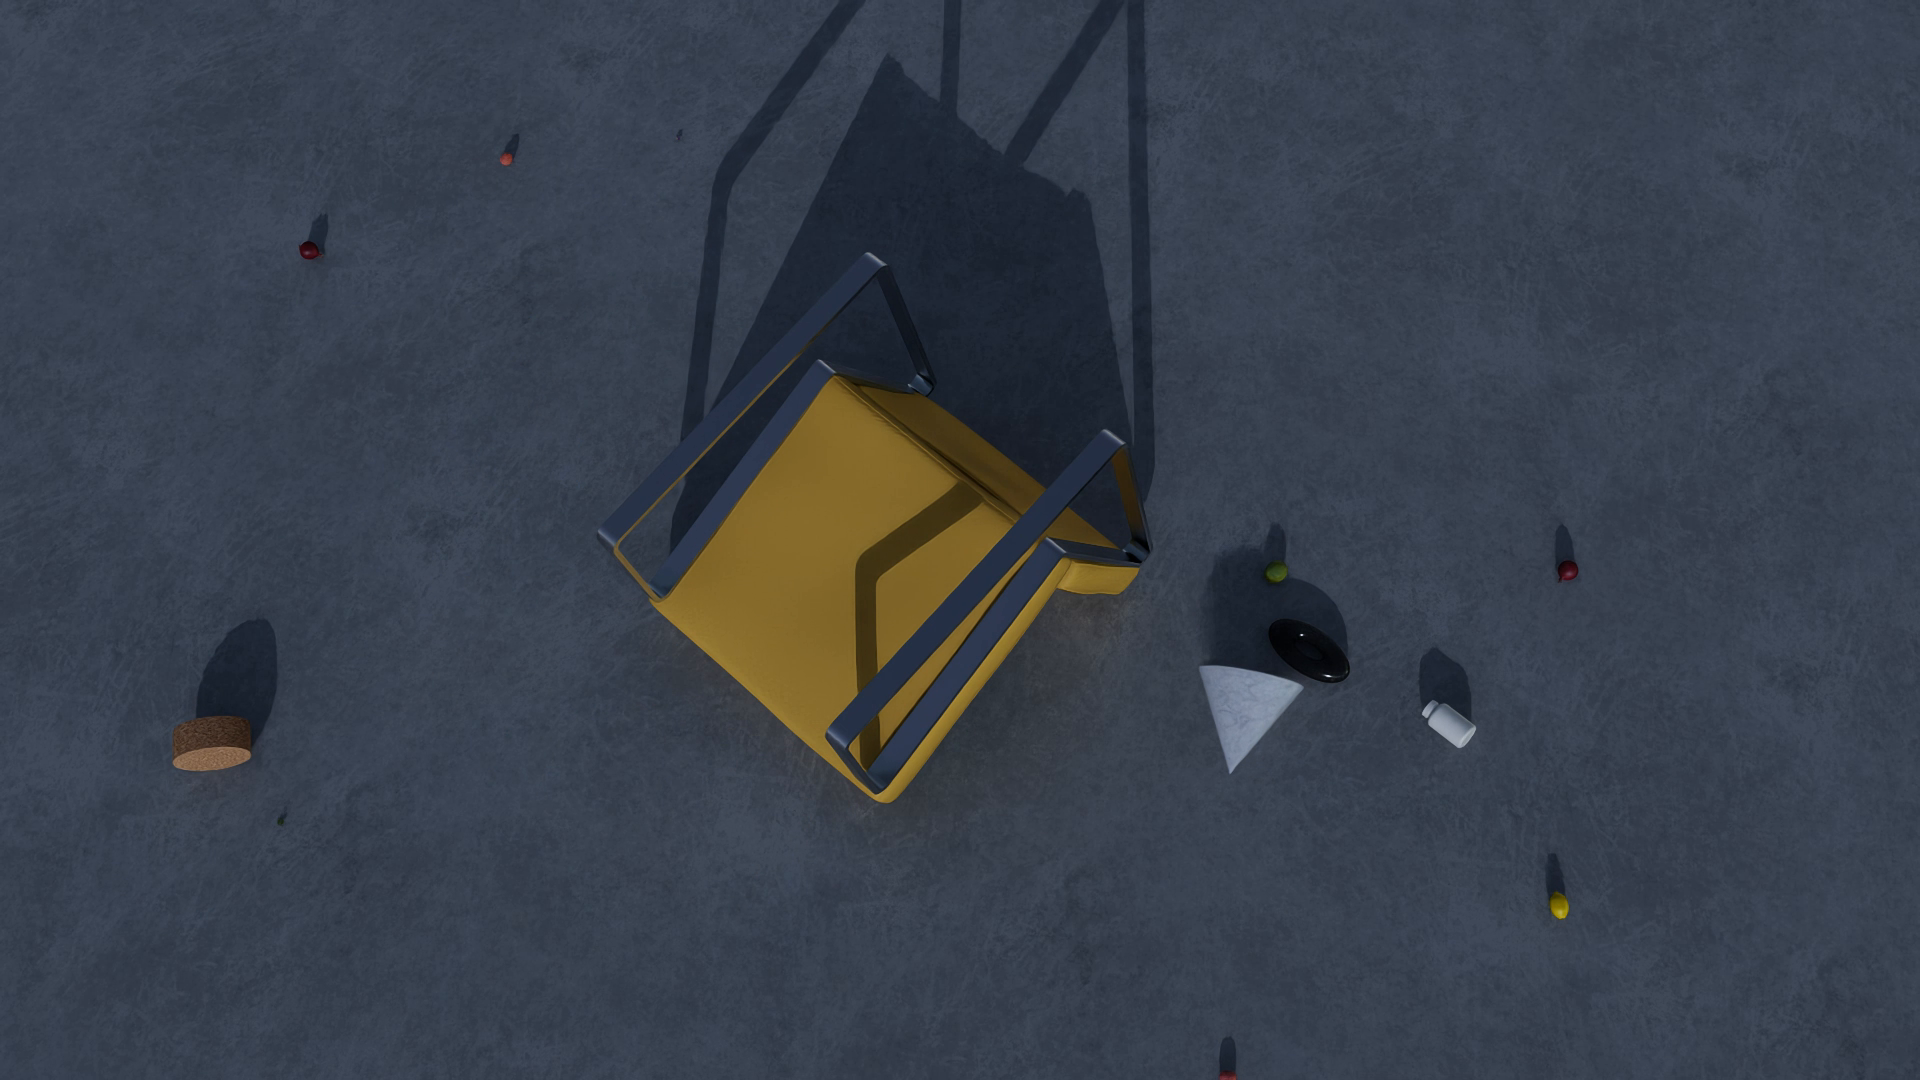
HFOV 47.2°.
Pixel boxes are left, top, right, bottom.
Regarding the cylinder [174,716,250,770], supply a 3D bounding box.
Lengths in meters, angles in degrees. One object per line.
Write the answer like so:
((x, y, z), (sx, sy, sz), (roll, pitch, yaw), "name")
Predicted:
((-2.081, 0.566, 6.119), (0.209, 0.124, 0.099), (-7, 56, -9), "cylinder")

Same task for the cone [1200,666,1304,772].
((0.788, 0.522, 6.174), (0.303, 0.166, 0.285), (10, 73, 19), "cone")

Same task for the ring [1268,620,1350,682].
((1.004, 0.318, 6.324), (0.270, 0.062, 0.144), (36, 64, 22), "ring")
